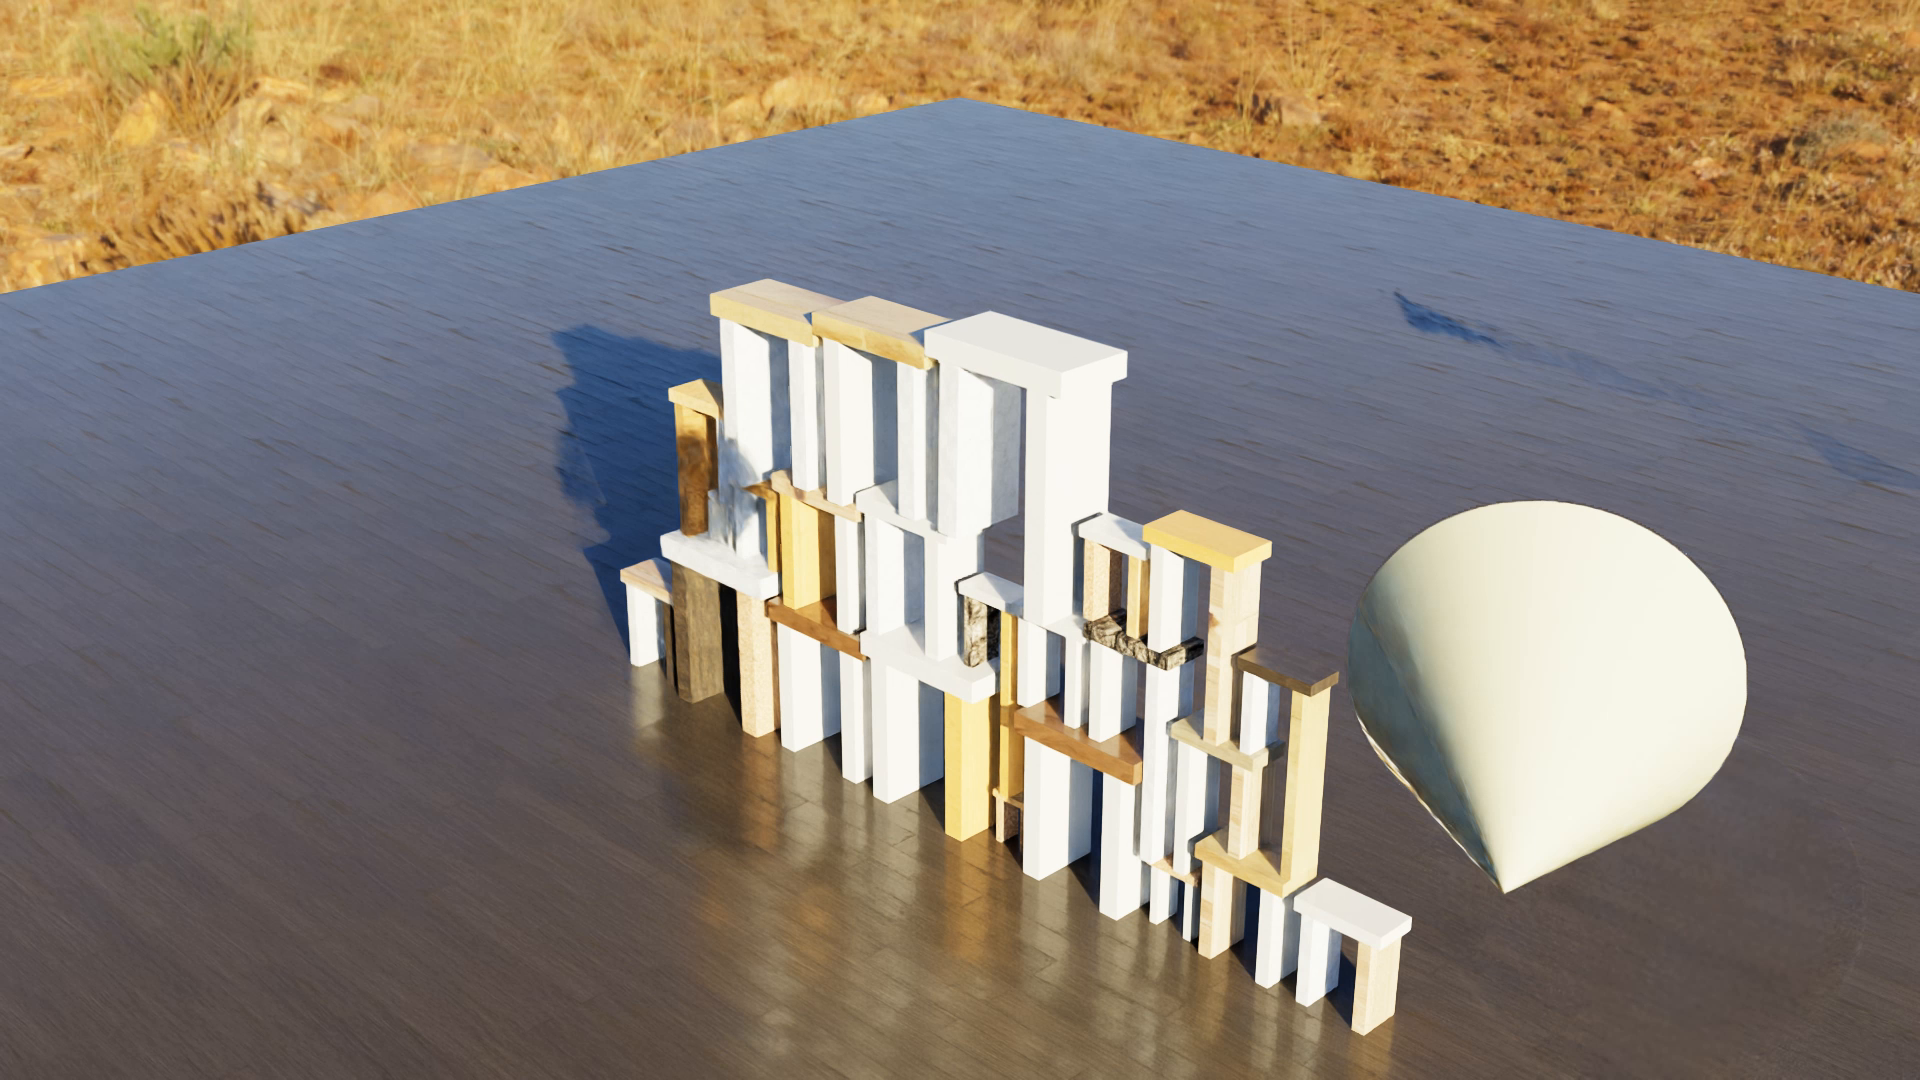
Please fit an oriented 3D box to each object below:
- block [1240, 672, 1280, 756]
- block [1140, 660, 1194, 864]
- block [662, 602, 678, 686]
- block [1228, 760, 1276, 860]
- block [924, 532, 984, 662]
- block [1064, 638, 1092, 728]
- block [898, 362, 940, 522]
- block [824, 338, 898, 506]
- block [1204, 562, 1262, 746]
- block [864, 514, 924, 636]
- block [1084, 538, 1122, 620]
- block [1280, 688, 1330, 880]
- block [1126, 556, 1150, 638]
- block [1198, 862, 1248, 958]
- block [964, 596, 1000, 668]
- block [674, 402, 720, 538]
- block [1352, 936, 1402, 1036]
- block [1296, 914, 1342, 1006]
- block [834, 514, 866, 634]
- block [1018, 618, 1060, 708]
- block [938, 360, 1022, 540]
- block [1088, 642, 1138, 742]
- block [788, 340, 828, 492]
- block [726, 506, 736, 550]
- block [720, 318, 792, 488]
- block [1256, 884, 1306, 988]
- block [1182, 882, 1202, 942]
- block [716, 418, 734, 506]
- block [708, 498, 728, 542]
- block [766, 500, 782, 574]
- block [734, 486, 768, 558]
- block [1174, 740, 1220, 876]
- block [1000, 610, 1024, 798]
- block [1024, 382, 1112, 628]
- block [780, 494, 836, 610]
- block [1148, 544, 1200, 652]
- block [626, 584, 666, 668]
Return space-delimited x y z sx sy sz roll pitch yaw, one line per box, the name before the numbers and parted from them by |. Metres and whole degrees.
block | 0.518 0.286 3.789 0.022 0.154 0.077 21 31 41
block | 0.375 0.391 3.977 0.099 0.399 0.028 -21 31 -41
block | -0.620 0.219 4.986 0.029 0.202 0.101 21 31 41
block | 0.514 0.463 3.868 0.026 0.182 0.091 21 31 41
block | -0.010 0.098 4.282 0.036 0.253 0.126 21 31 41
block | 0.235 0.251 4.073 0.026 0.180 0.090 21 31 41
block | -0.046 -0.206 4.187 0.044 0.310 0.155 21 31 41
block | -0.193 -0.249 4.326 0.044 0.338 0.155 21 31 40
block | 0.469 0.187 3.792 0.100 0.334 0.028 -22 31 -40
block | -0.129 0.052 4.391 0.126 0.253 0.036 -21 31 -41
block | 0.259 0.061 3.974 0.078 0.156 0.022 -21 31 -41
block | 0.591 0.410 3.764 0.022 0.361 0.077 21 31 41
block | 0.332 0.090 3.906 0.078 0.156 0.022 -21 31 -41
block | 0.477 0.651 3.977 0.028 0.194 0.097 21 31 41
block | 0.042 0.166 4.256 0.021 0.149 0.074 21 31 40
block | -0.565 -0.163 4.774 0.097 0.304 0.027 -21 31 -41
block | 0.714 0.750 3.764 0.025 0.179 0.090 21 31 41
block | 0.629 0.717 3.842 0.025 0.179 0.090 21 31 41
block | -0.192 0.053 4.460 0.126 0.252 0.036 -21 31 -40
block | 0.150 0.218 4.151 0.025 0.180 0.090 21 31 41
block | 0.037 -0.188 4.107 0.048 0.340 0.170 21 31 39
block | 0.281 0.262 4.024 0.028 0.198 0.099 21 31 41
block | -0.266 -0.266 4.404 0.044 0.309 0.154 21 31 40
block | -0.477 -0.031 4.728 0.014 0.097 0.049 21 31 40
block | -0.415 -0.299 4.549 0.154 0.361 0.044 -21 31 -40
block | 0.569 0.687 3.893 0.028 0.194 0.097 21 31 41
block | 0.436 0.670 4.029 0.017 0.120 0.060 21 31 41
block | -0.468 -0.180 4.671 0.027 0.194 0.097 21 31 40
block | -0.522 -0.048 4.769 0.014 0.097 0.049 22 31 40
block | -0.365 -0.018 4.616 0.081 0.162 0.023 -20 30 -39
block | -0.440 -0.048 4.686 0.081 0.162 0.023 -21 31 -40
block | 0.428 0.469 3.964 0.091 0.267 0.026 -21 31 -41
block | 0.112 0.308 4.240 0.021 0.398 0.074 21 31 41
block | 0.194 -0.077 3.980 0.048 0.446 0.170 21 31 40
block | -0.311 0.007 4.570 0.126 0.252 0.036 -21 31 -41
block | 0.376 0.088 3.853 0.100 0.200 0.028 -21 31 -41
block | -0.715 0.182 5.073 0.029 0.202 0.101 21 31 41
